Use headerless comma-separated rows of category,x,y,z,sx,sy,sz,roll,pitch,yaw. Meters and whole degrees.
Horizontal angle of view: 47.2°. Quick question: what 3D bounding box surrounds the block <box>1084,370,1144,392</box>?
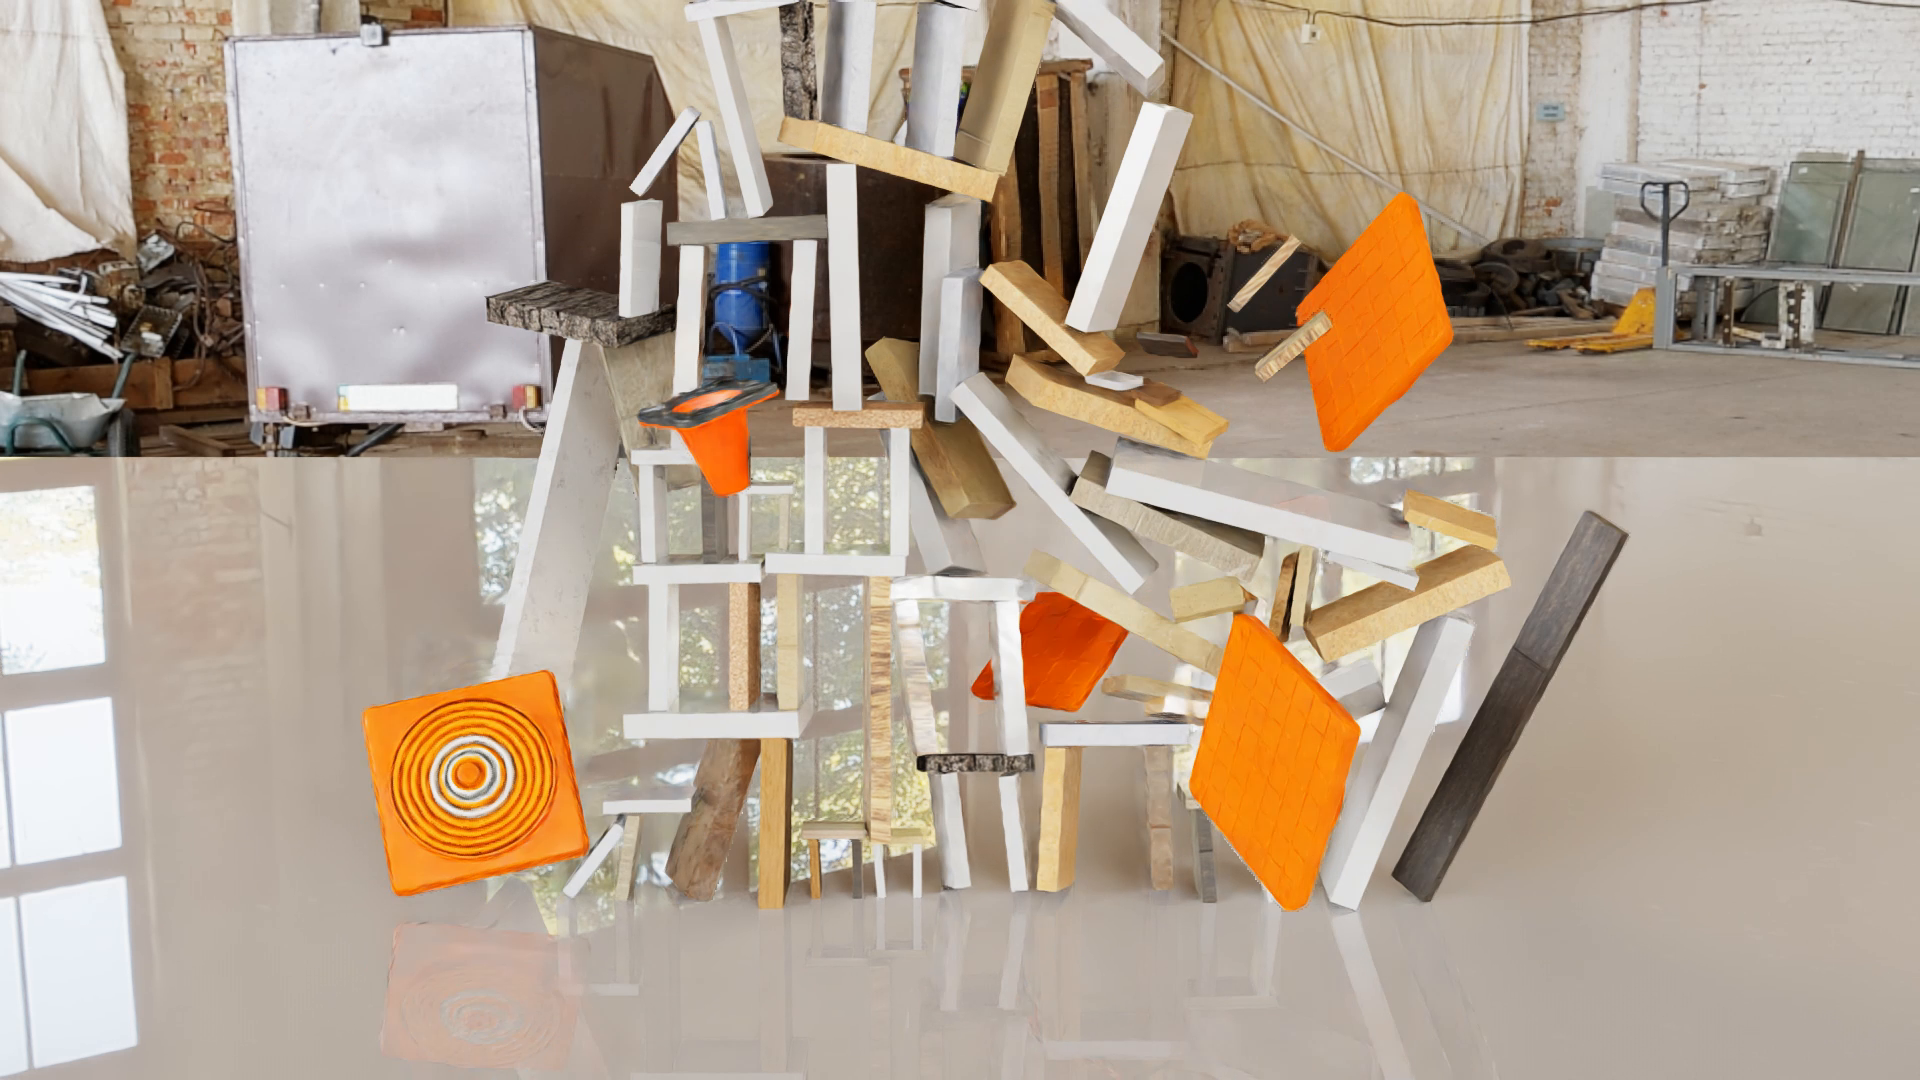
block,0.248,-0.258,3.551,0.046,0.013,0.092,-17,21,-32

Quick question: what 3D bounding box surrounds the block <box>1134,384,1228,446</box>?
block,0.356,-0.202,3.531,0.137,0.019,0.068,33,43,28

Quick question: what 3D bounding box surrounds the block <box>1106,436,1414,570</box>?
block,0.481,-0.061,3.545,0.488,0.045,0.159,15,21,2

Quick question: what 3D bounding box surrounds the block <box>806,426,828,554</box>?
block,-0.232,-0.088,3.553,0.029,0.204,0.102,1,10,1

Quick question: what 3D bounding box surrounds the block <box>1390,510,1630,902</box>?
block,0.875,0.275,3.527,0.021,0.700,0.075,2,29,-44

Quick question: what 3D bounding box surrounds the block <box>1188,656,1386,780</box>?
block,0.543,0.300,3.629,0.320,0.045,0.160,-25,-24,4

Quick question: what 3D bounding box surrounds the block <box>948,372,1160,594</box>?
block,0.156,-0.096,3.599,0.034,0.436,0.119,-43,-2,20

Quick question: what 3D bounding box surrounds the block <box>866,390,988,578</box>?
block,-0.055,-0.092,3.766,0.046,0.327,0.163,-24,-14,18

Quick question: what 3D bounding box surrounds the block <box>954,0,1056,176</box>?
block,0.068,-0.738,3.542,0.039,0.278,0.139,11,15,-26

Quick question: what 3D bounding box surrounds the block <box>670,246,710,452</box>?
block,-0.434,-0.310,3.535,0.036,0.323,0.127,4,7,-3

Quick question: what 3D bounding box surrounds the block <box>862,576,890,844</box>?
block,-0.137,0.267,3.607,0.032,0.445,0.112,-1,10,-9

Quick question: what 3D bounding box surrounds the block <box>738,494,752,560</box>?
block,-0.349,-0.023,3.568,0.013,0.108,0.045,2,9,2

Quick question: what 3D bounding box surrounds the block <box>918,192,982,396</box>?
block,-0.016,-0.415,3.689,0.045,0.317,0.158,8,19,17

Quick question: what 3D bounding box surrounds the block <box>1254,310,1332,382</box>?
block,0.525,-0.306,3.466,0.137,0.019,0.068,-40,8,14

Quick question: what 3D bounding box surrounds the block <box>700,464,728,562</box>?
block,-0.398,-0.048,3.565,0.023,0.159,0.080,1,8,8

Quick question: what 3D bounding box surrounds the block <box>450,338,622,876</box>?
block,-0.717,0.065,3.870,0.041,1.037,0.145,-6,-25,33

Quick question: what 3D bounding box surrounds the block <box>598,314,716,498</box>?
block,-0.514,-0.229,3.761,0.145,0.291,0.041,-13,-7,-16

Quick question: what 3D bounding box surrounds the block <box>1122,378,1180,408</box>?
block,0.306,-0.239,3.537,0.046,0.013,0.092,-25,34,-35

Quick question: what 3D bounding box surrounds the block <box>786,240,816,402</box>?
block,-0.257,-0.352,3.546,0.036,0.254,0.127,3,3,-5

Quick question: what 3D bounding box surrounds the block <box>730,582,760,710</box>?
block,-0.351,0.164,3.594,0.029,0.208,0.104,2,9,6

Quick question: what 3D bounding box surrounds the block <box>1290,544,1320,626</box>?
block,0.565,0.059,3.590,0.021,0.148,0.074,10,13,17

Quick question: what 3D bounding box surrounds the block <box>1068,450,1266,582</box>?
block,0.341,-0.041,3.582,0.319,0.045,0.159,24,21,2

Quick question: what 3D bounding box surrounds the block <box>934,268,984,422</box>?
block,0.000,-0.324,3.647,0.034,0.238,0.119,8,17,17

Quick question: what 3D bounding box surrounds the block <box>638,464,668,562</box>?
block,-0.499,-0.048,3.584,0.023,0.159,0.080,0,8,7

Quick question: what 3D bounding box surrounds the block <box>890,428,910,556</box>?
block,-0.096,-0.084,3.553,0.029,0.204,0.102,1,10,-1

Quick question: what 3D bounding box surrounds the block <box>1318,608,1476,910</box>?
block,0.714,0.349,3.619,0.045,0.505,0.160,20,10,-1

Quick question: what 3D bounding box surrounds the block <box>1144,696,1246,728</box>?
block,0.418,0.297,3.728,0.187,0.027,0.094,11,-12,-13

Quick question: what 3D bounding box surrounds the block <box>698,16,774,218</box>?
block,-0.351,-0.669,3.461,0.025,0.313,0.088,-10,19,9

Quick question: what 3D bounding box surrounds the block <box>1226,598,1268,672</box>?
block,0.467,0.155,3.575,0.016,0.115,0.058,21,-14,-11

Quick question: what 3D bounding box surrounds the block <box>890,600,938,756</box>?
block,-0.079,0.231,3.685,0.036,0.255,0.127,-8,-3,-7

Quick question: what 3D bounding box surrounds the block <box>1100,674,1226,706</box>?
block,0.345,0.262,3.738,0.187,0.027,0.094,12,-13,-20

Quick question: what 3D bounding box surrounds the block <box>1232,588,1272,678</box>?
block,0.487,0.152,3.699,0.016,0.182,0.058,-34,43,-18

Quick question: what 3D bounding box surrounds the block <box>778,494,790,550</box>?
block,-0.285,-0.034,3.567,0.013,0.091,0.045,2,10,-1

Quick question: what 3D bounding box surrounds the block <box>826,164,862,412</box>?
block,-0.183,-0.404,3.496,0.045,0.382,0.158,-1,10,-2

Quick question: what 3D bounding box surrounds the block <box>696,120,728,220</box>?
block,-0.394,-0.587,3.502,0.022,0.154,0.077,-9,8,0

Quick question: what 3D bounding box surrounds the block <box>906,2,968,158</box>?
block,-0.039,-0.734,3.501,0.033,0.230,0.115,-2,17,-26

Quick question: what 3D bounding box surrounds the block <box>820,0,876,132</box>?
block,-0.174,-0.761,3.430,0.033,0.230,0.115,-3,18,-25

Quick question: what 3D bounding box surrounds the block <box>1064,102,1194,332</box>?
block,0.270,-0.512,3.503,0.039,0.367,0.139,25,17,19

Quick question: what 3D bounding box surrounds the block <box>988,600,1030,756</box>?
block,0.081,0.233,3.710,0.036,0.255,0.127,-4,-4,-6

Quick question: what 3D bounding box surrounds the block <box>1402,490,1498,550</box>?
block,0.788,-0.033,3.537,0.149,0.021,0.075,19,29,-2

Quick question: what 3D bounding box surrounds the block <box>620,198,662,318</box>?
block,-0.513,-0.452,3.532,0.022,0.181,0.077,13,20,27

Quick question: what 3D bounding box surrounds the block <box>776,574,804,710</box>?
block,-0.276,0.154,3.591,0.032,0.223,0.112,0,10,1

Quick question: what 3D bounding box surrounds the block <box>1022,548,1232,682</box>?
block,0.281,0.124,3.635,0.349,0.046,0.163,29,0,-16

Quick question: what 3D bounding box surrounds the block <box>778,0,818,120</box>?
block,-0.250,-0.743,3.403,0.025,0.176,0.088,-9,18,-22

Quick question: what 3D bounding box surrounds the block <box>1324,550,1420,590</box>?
block,0.666,0.039,3.562,0.149,0.021,0.074,20,14,1
